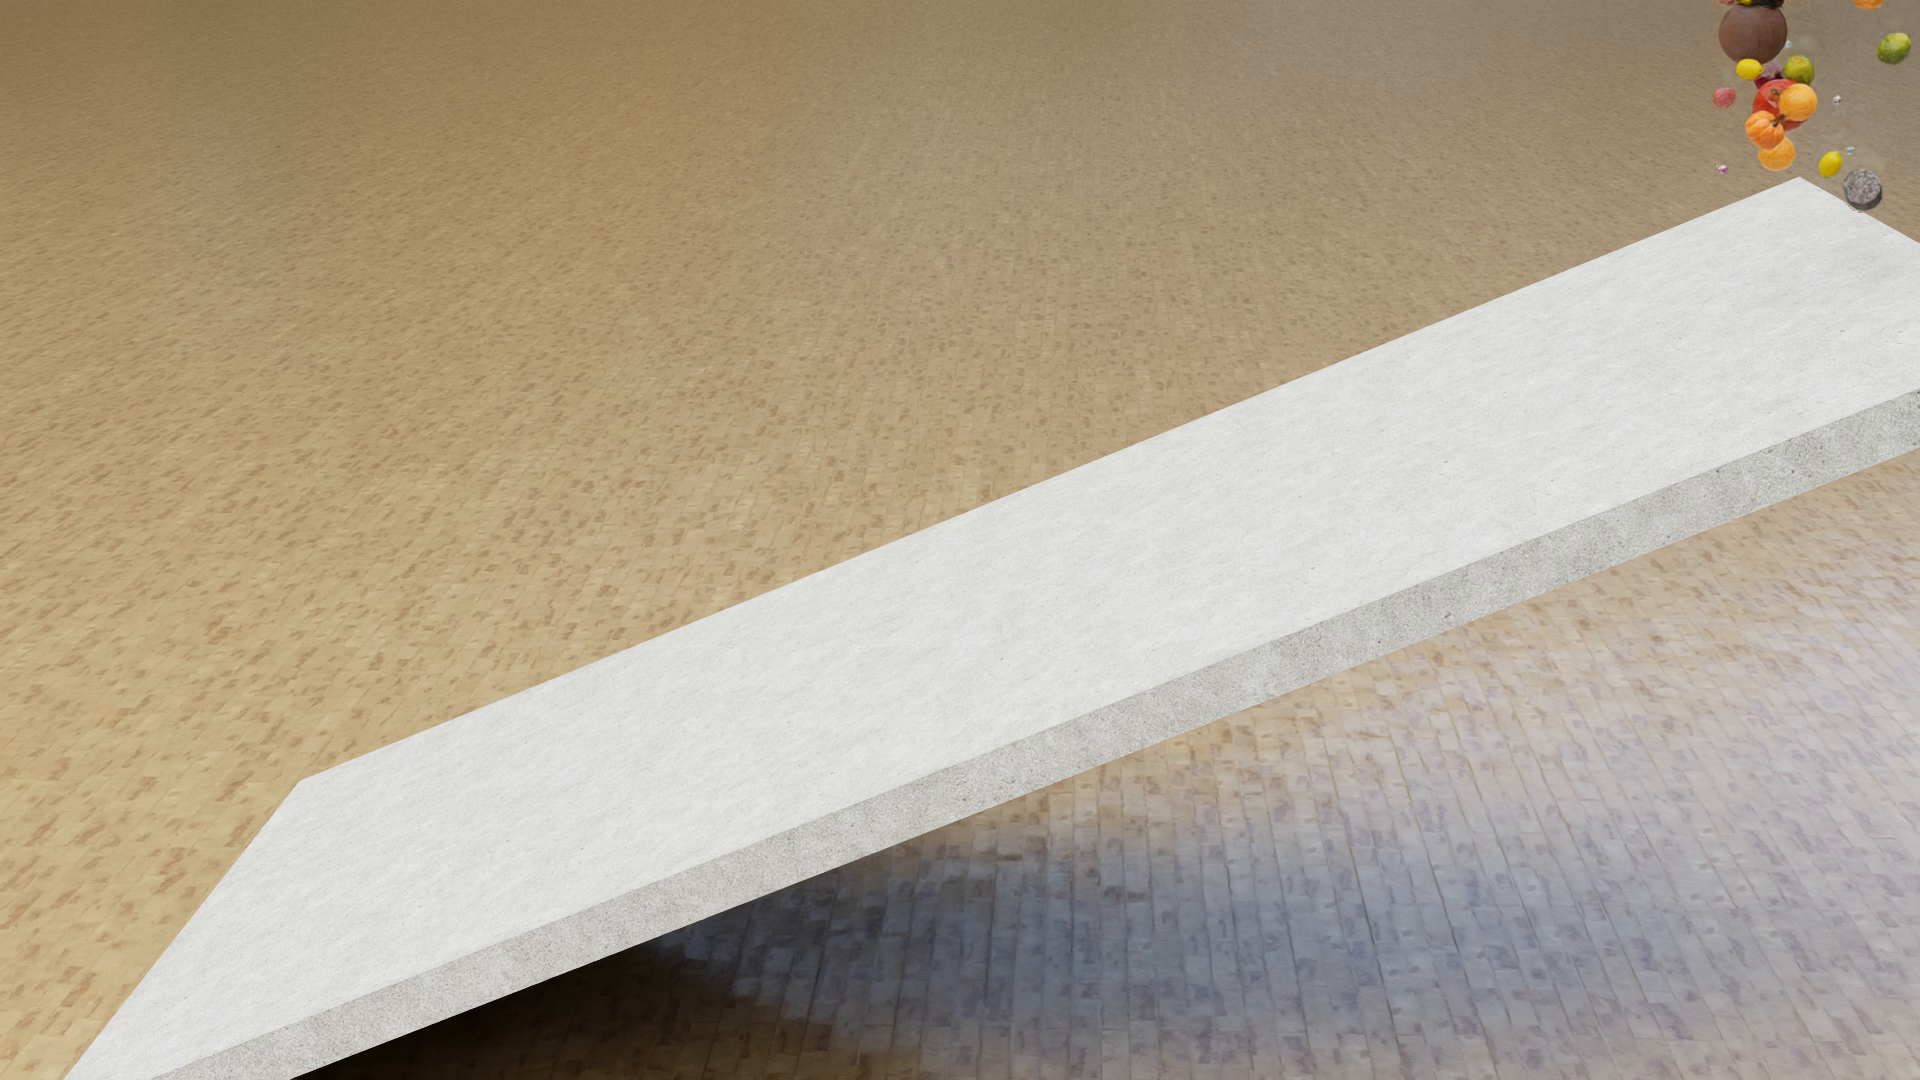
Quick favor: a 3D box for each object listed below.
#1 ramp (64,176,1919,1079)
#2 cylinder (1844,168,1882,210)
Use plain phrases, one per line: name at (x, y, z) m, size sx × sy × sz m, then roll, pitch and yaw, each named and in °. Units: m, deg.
ramp at (0.128, 0.172, 6.287) m, size 4.000 × 0.100 × 2.000 m, roll -22°, pitch 12°, yaw 8°
cylinder at (1.760, -0.683, 5.731) m, size 0.069 × 0.069 × 0.069 m, roll 6°, pitch -3°, yaw 21°
